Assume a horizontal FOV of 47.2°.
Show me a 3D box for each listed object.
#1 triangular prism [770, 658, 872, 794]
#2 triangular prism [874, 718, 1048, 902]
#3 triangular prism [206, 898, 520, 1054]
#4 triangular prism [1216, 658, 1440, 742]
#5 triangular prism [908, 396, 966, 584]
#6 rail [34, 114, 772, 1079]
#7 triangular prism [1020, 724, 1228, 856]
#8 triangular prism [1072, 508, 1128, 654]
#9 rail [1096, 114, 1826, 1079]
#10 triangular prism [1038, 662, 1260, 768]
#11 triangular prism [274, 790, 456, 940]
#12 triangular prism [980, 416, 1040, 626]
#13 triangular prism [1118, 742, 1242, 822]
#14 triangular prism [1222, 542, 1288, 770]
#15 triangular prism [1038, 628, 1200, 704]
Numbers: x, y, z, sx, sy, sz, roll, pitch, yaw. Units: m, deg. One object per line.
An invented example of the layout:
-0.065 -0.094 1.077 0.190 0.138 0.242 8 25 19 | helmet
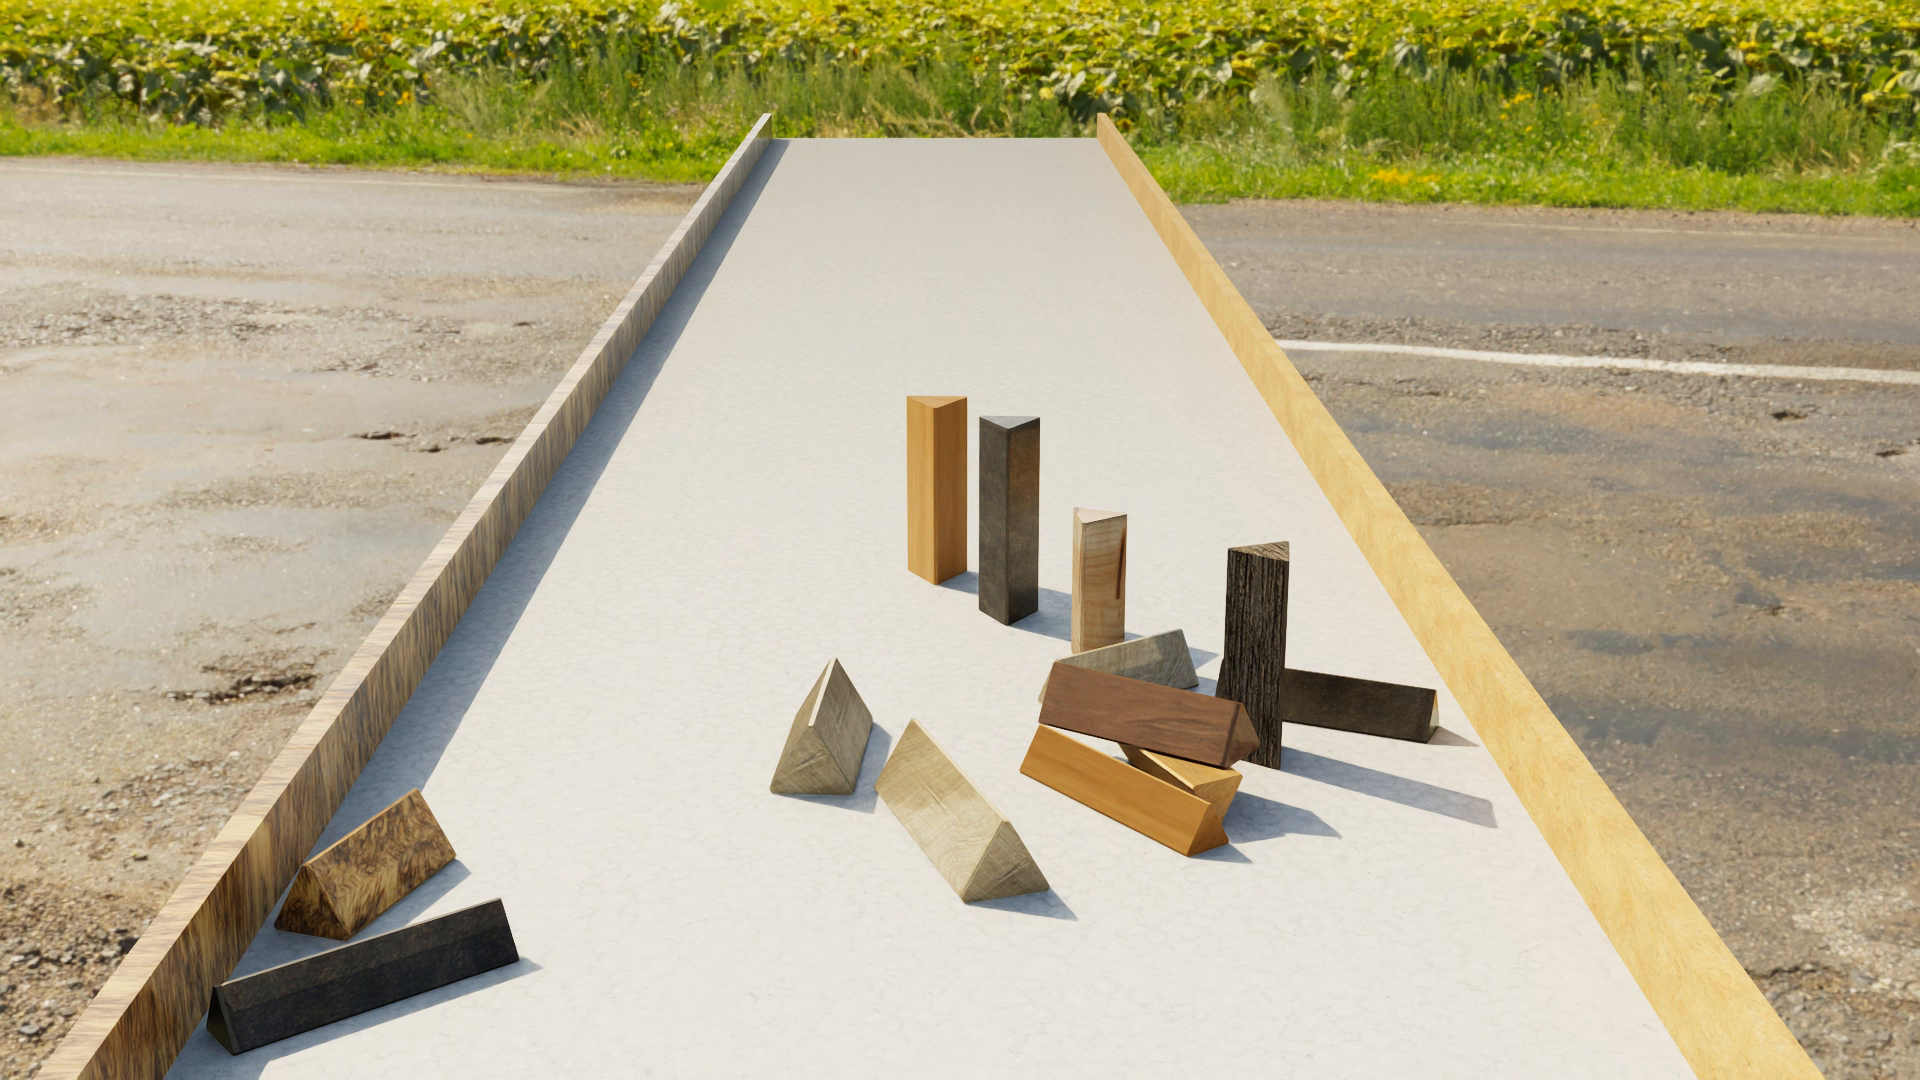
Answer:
-0.244 0.323 3.911 0.143 0.123 0.349 1 17 3 | triangular prism
-0.004 0.424 3.571 0.142 0.123 0.460 -5 17 -18 | triangular prism
-0.830 0.596 3.071 0.424 0.082 0.095 -13 21 -38 | triangular prism
0.682 0.290 4.094 0.406 0.086 0.099 7 18 23 | triangular prism
-0.068 -0.118 4.915 0.115 0.404 0.133 10 19 30 | triangular prism
-1.118 -0.838 7.780 0.050 0.150 12.000 0 17 -1 | rail
0.271 0.410 3.700 0.091 0.079 0.436 -11 20 -35 | triangular prism
0.257 0.091 4.393 0.112 0.302 0.097 -12 20 -35 | triangular prism
0.932 -0.844 7.801 0.050 0.150 12.000 0 17 -1 | rail
0.320 0.289 3.787 0.384 0.097 0.111 11 23 37 | triangular prism
-0.913 0.489 3.378 0.127 0.110 0.303 5 17 18 | triangular prism
0.087 -0.047 4.637 0.108 0.426 0.125 11 20 32 | triangular prism
0.373 0.373 3.757 0.081 0.094 0.308 -39 27 -10 | triangular prism
0.545 0.198 3.888 0.121 0.384 0.105 13 21 36 | triangular prism
0.306 0.246 4.214 0.306 0.100 0.116 -11 20 -34 | triangular prism
